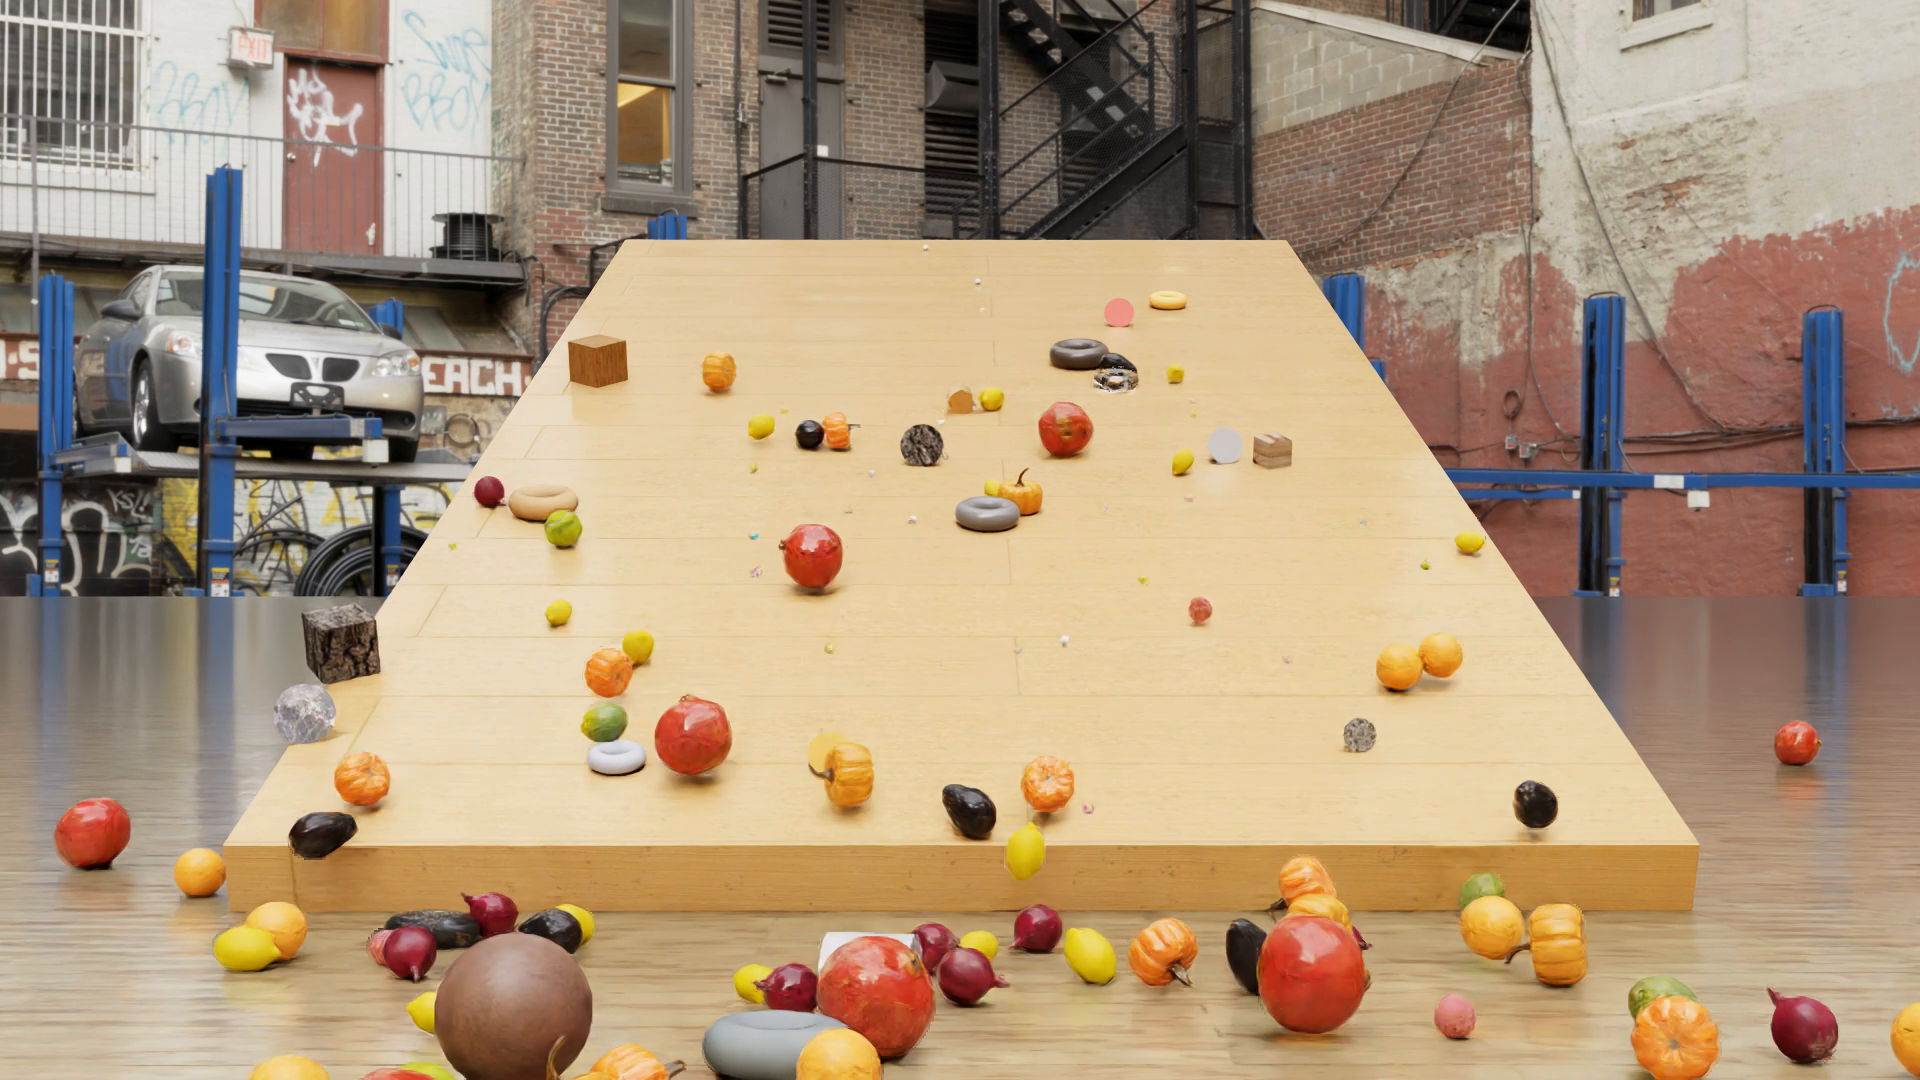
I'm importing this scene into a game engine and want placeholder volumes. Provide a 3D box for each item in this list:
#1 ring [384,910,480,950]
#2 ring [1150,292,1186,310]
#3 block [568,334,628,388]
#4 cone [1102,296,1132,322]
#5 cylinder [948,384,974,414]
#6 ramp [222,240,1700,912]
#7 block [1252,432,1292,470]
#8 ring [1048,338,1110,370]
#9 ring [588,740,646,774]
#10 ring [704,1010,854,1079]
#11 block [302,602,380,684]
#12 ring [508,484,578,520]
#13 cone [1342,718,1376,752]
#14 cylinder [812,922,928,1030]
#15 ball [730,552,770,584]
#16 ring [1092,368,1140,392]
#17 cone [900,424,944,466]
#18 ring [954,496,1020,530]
[{"bbox_3d":[-0.653,0.482,2.791,0.116,0.039,0.116,1,-2,0],"label":"ring"},{"bbox_3d":[0.554,-0.639,6.011,0.101,0.034,0.101,1,21,0],"label":"ring"},{"bbox_3d":[-0.848,-0.420,5.287,0.096,0.096,0.096,16,25,38],"label":"block"},{"bbox_3d":[0.412,-0.580,5.841,0.077,0.077,0.077,0,-21,13],"label":"cone"},{"bbox_3d":[0.001,-0.315,5.052,0.055,0.055,0.055,0,19,-4],"label":"cylinder"},{"bbox_3d":[-0.004,-0.200,4.959,2.000,0.100,4.000,0,19,0],"label":"ramp"},{"bbox_3d":[0.648,-0.184,4.677,0.057,0.057,0.057,-9,21,-25],"label":"block"},{"bbox_3d":[0.287,-0.449,5.445,0.148,0.049,0.148,-1,20,0],"label":"ring"},{"bbox_3d":[-0.500,0.316,3.288,0.086,0.029,0.086,1,18,0],"label":"ring"},{"bbox_3d":[-0.165,0.462,2.060,0.139,0.046,0.139,2,-2,0],"label":"ring"},{"bbox_3d":[-0.992,0.165,3.619,0.092,0.092,0.092,-11,22,-29],"label":"block"},{"bbox_3d":[-0.809,-0.073,4.375,0.134,0.045,0.134,1,18,0],"label":"ring"},{"bbox_3d":[0.590,0.293,3.367,0.051,0.051,0.051,0,-10,-4],"label":"cone"},{"bbox_3d":[-0.090,0.444,2.288,0.090,0.090,0.090,12,2,16],"label":"cylinder"},{"bbox_3d":[-0.375,0.057,4.033,0.070,0.070,0.070,0,-1,0],"label":"ball"},{"bbox_3d":[0.363,-0.373,5.247,0.108,0.036,0.108,1,18,0],"label":"ring"},{"bbox_3d":[-0.076,-0.190,4.716,0.090,0.090,0.090,0,-7,4],"label":"cone"},{"bbox_3d":[0.053,-0.051,4.318,0.126,0.042,0.126,1,19,0],"label":"ring"}]
